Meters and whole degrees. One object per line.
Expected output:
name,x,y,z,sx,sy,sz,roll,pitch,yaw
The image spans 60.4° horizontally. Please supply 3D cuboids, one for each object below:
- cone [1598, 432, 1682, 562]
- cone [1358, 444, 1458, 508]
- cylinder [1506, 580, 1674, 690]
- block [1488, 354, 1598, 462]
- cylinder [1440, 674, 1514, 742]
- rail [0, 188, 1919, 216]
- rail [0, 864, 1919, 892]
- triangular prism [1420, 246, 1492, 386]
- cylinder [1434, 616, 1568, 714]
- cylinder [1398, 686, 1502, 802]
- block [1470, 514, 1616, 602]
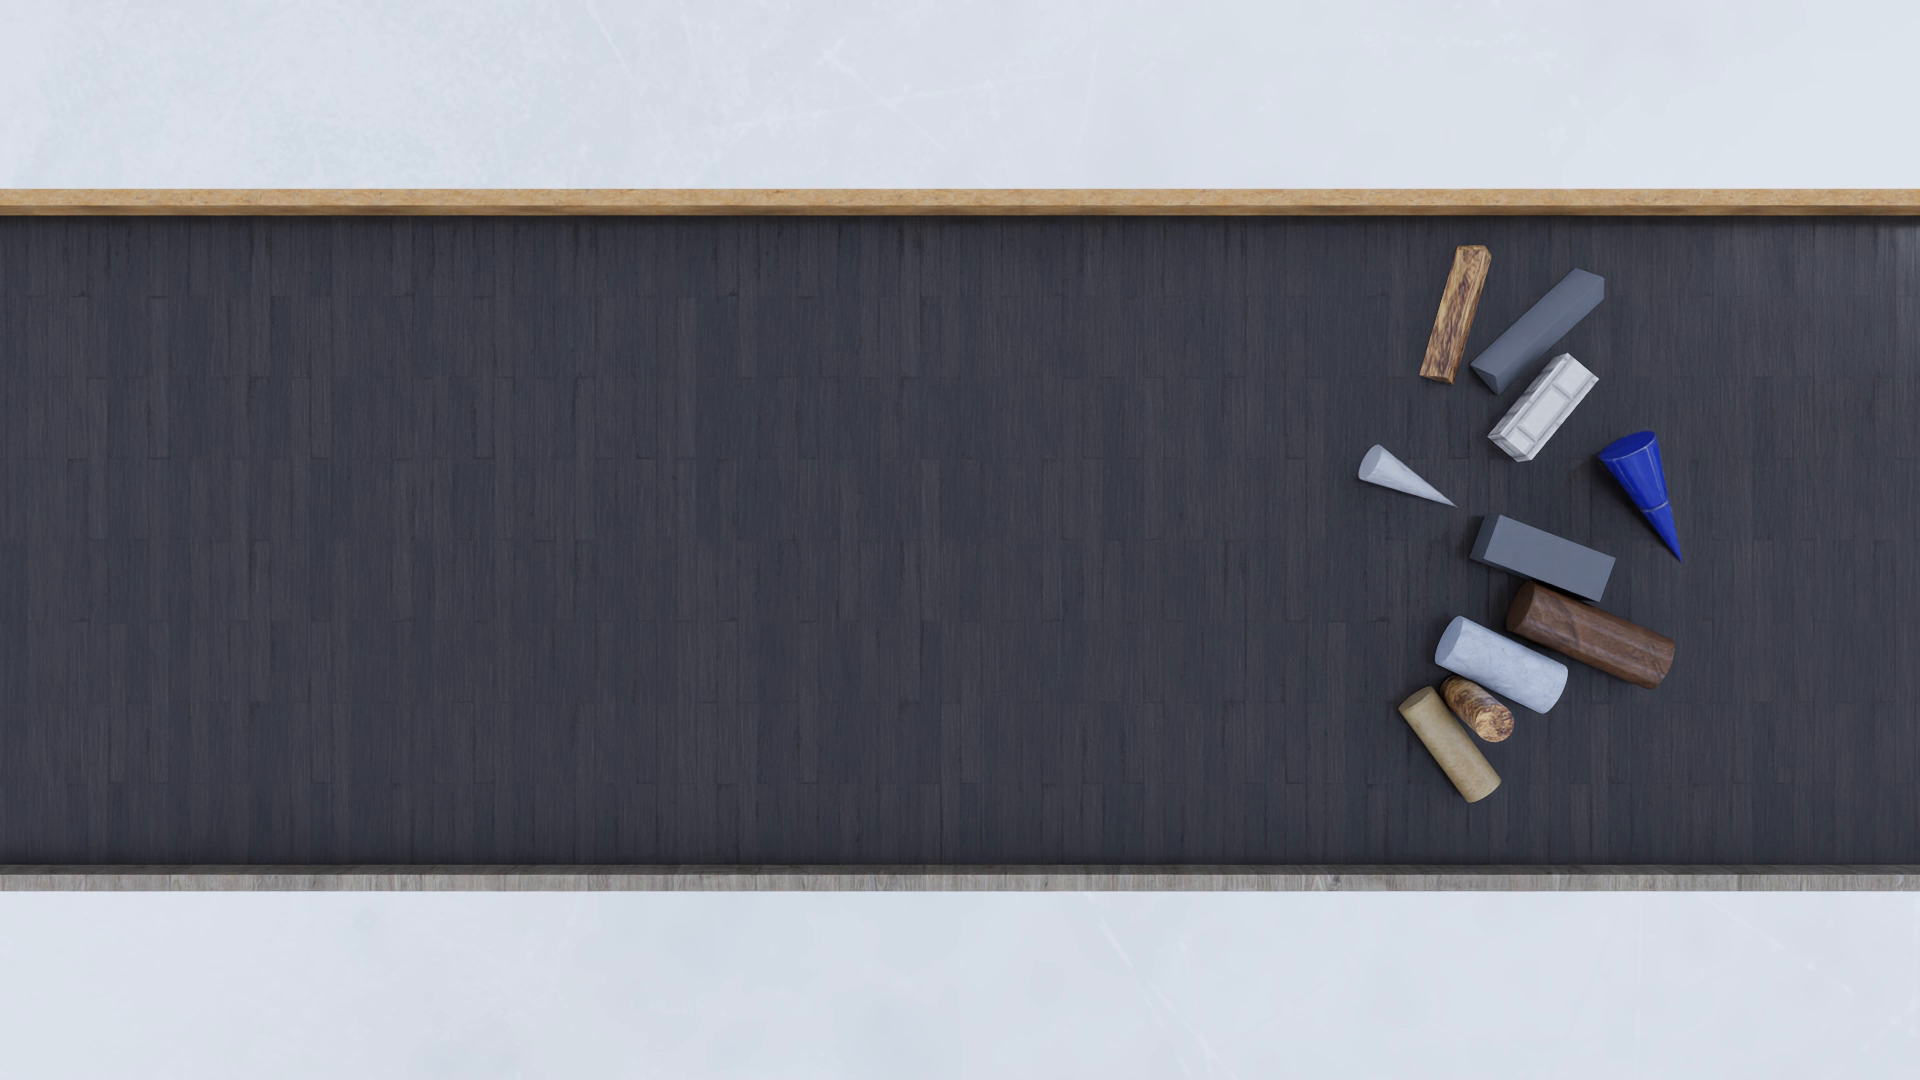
cone,2.122,-0.104,5.034,0.172,0.172,0.426,-30,101,0
cone,1.390,-0.168,5.047,0.323,0.119,0.119,26,90,-10
cylinder,1.905,0.287,4.992,0.455,0.169,0.169,23,90,0
block,1.771,-0.401,5.015,0.123,0.123,0.316,40,90,0
cylinder,1.526,0.495,4.882,0.110,0.377,0.110,0,98,1
rail,-2.247,-1.025,5.002,12.000,0.150,0.050,0,90,0
rail,-2.247,1.025,5.001,12.000,0.150,0.050,0,90,0
triangular prism,1.524,-0.690,5.027,0.109,0.094,0.414,16,90,0
cylinder,1.637,0.377,4.995,0.348,0.163,0.163,25,90,0
cylinder,1.489,0.621,5.015,0.123,0.123,0.348,-37,90,0
block,1.765,0.055,5.006,0.371,0.140,0.140,21,90,0
